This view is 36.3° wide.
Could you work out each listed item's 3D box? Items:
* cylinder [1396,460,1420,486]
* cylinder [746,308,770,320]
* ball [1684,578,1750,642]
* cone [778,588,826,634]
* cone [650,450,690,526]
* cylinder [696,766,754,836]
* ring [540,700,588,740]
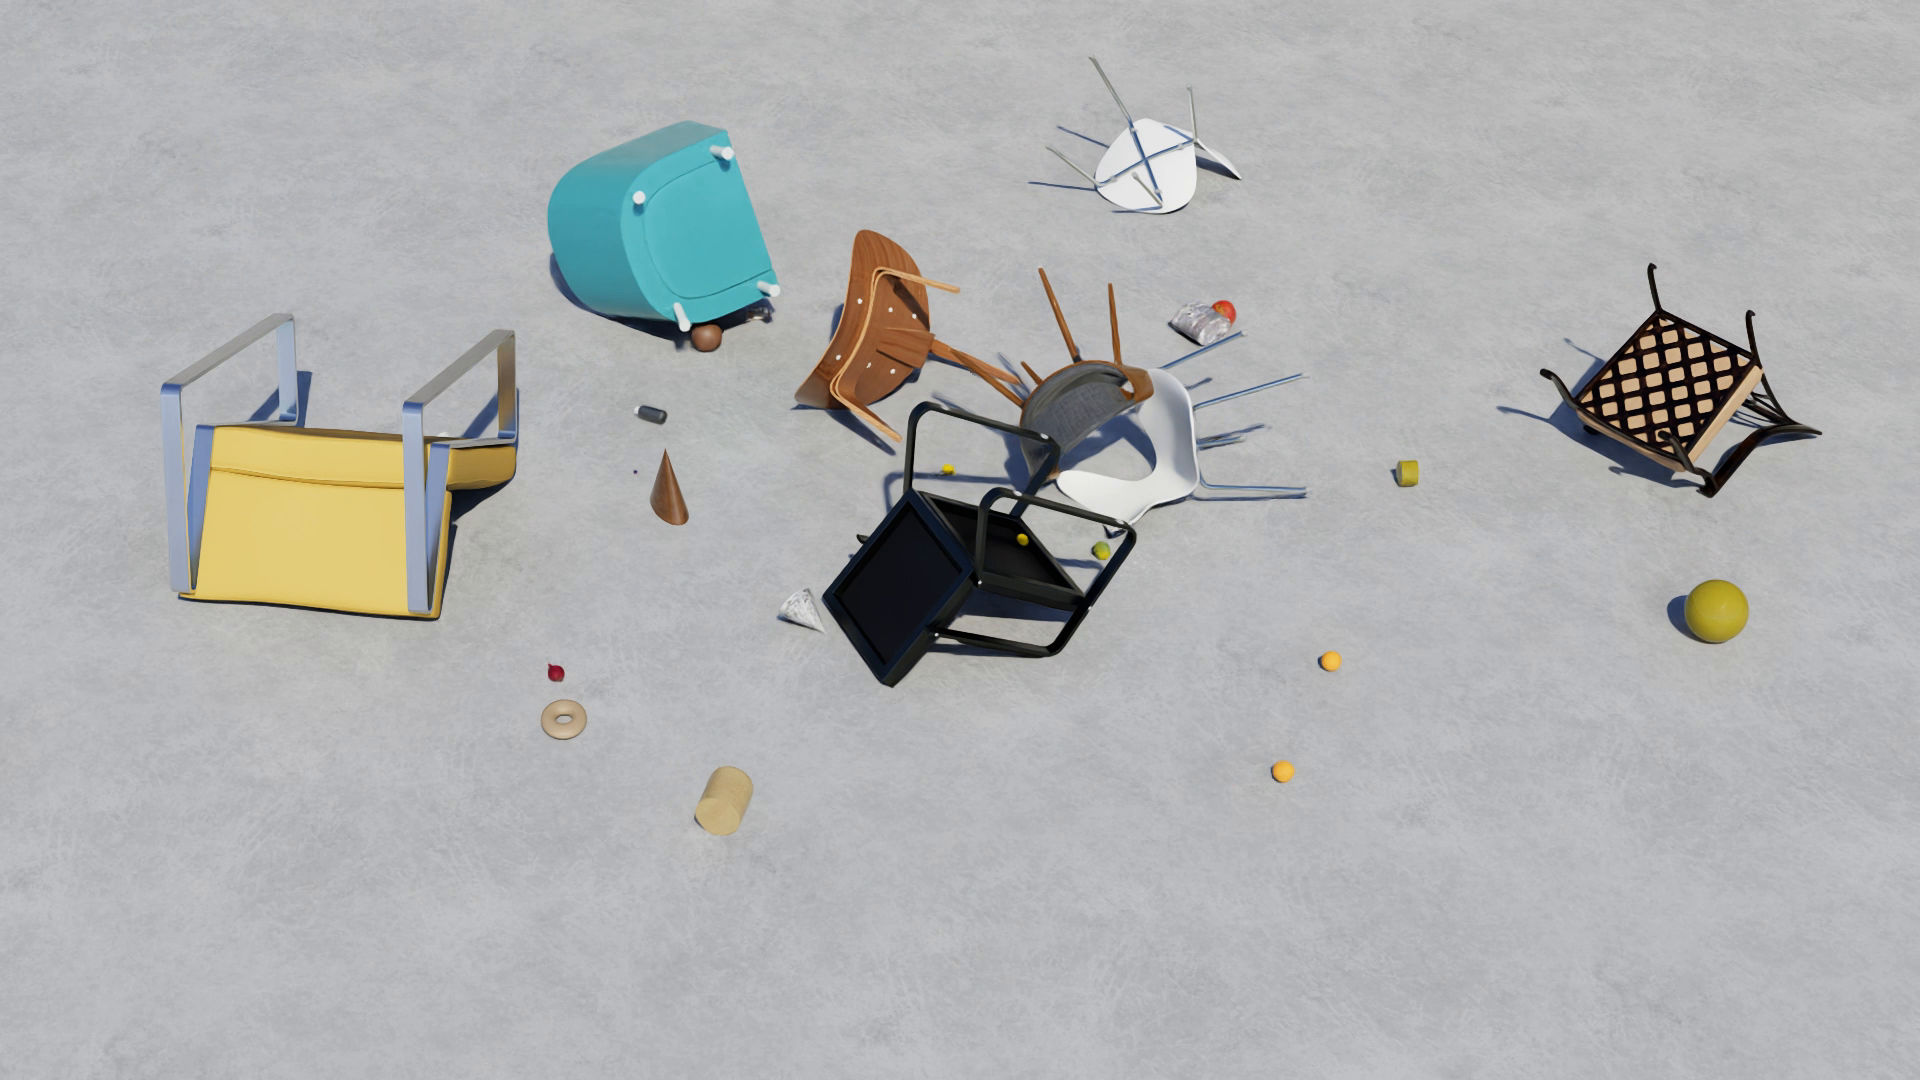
[{"bbox_3d":[1.716,-0.256,11.239,0.065,0.105,0.094,-3,55,-4],"label":"cylinder"},{"bbox_3d":[-0.849,-0.951,12.356,0.092,0.034,0.060,-7,41,-11],"label":"cylinder"},{"bbox_3d":[2.674,0.250,10.360,0.225,0.225,0.225,0,33,0],"label":"ball"},{"bbox_3d":[-0.533,0.279,10.456,0.165,0.140,0.193,44,13,13],"label":"cone"},{"bbox_3d":[-1.104,-0.235,11.060,0.125,0.265,0.275,-14,36,-20],"label":"cone"},{"bbox_3d":[-0.764,0.847,9.522,0.147,0.153,0.170,-26,23,27],"label":"cylinder"},{"bbox_3d":[-1.348,0.609,9.981,0.159,0.044,0.206,-4,34,-7],"label":"ring"}]
